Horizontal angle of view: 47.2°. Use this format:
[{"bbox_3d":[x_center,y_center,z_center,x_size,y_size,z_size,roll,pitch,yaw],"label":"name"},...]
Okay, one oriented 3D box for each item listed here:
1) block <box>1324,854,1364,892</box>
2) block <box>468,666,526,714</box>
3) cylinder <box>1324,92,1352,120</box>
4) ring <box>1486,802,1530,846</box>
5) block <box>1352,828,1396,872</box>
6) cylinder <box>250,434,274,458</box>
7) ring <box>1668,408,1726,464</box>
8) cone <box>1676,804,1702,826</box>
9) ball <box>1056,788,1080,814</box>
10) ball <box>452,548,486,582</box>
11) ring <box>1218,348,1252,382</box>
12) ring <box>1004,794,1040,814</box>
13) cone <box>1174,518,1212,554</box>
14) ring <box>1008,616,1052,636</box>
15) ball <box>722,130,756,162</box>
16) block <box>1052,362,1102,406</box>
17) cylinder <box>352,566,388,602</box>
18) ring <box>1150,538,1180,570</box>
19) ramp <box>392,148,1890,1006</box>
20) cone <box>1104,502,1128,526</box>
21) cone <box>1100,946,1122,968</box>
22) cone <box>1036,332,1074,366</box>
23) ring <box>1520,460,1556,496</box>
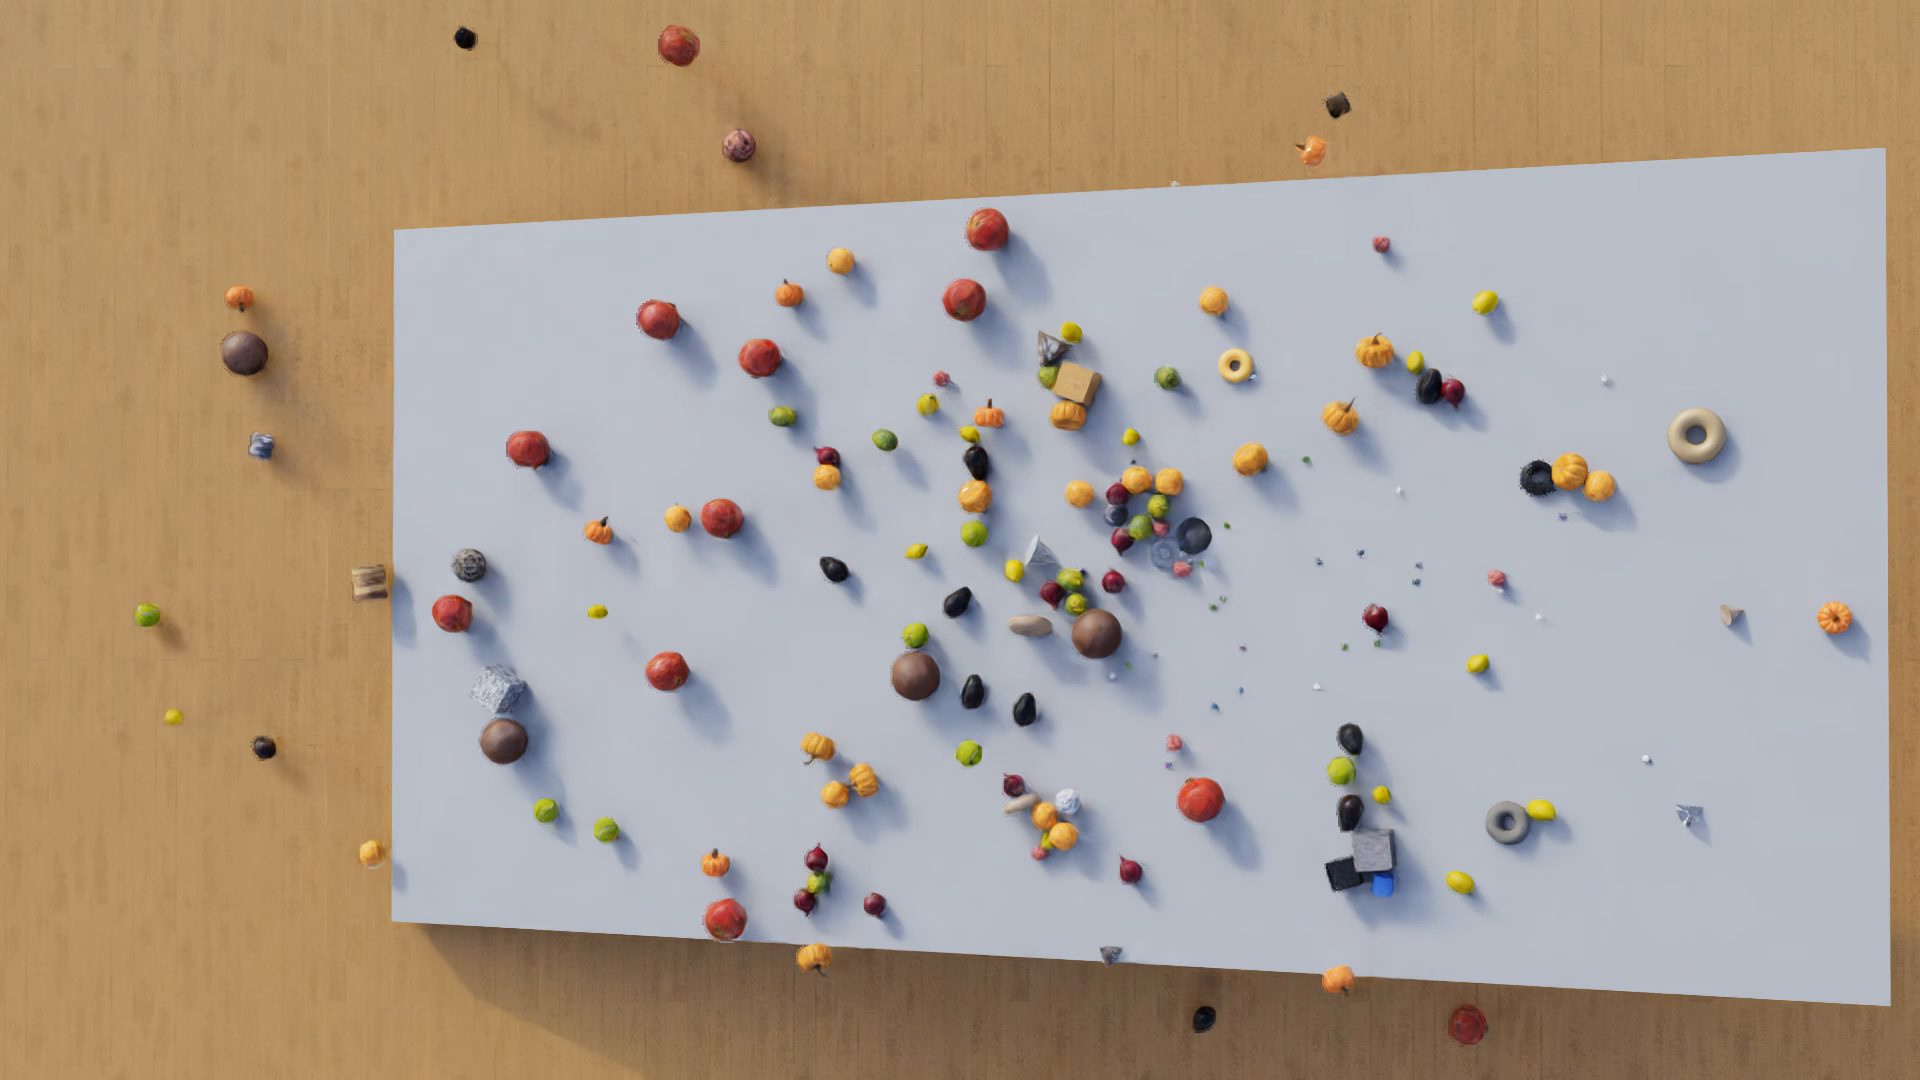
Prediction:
[{"bbox_3d":[0.956,0.827,5.469,0.071,0.071,0.071,-18,84,17],"label":"block"},{"bbox_3d":[-1.303,0.422,6.198,0.097,0.097,0.097,31,99,16],"label":"block"},{"bbox_3d":[0.995,-1.142,5.787,0.053,0.053,0.053,-26,89,10],"label":"cylinder"},{"bbox_3d":[1.337,0.691,5.366,0.107,0.036,0.107,0,89,19],"label":"ring"},{"bbox_3d":[1.025,0.766,5.437,0.091,0.091,0.091,-6,87,18],"label":"block"},{"bbox_3d":[-2.039,-0.274,6.424,0.061,0.061,0.061,14,96,0],"label":"cylinder"},{"bbox_3d":[1.755,-0.249,5.239,0.134,0.045,0.134,0,89,20],"label":"ring"},{"bbox_3d":[1.747,0.645,5.239,0.055,0.055,0.055,-23,89,-12],"label":"cone"},{"bbox_3d":[0.279,0.674,5.676,0.066,0.066,0.066,0,89,0],"label":"ball"},{"bbox_3d":[-1.390,0.072,6.232,0.095,0.095,0.095,0,89,0],"label":"ball"},{"bbox_3d":[0.701,-0.444,5.593,0.088,0.029,0.088,0,90,19],"label":"ring"},{"bbox_3d":[0.160,0.686,5.714,0.098,0.098,0.033,-21,84,0],"label":"ring"},{"bbox_3d":[0.582,-0.011,5.590,0.095,0.095,0.095,0,89,18],"label":"cone"},{"bbox_3d":[0.184,0.223,5.708,0.115,0.115,0.038,5,75,0],"label":"ring"},{"bbox_3d":[-0.645,-1.152,6.428,0.095,0.095,0.095,0,89,0],"label":"ball"},{"bbox_3d":[0.303,-0.405,5.691,0.087,0.087,0.087,21,96,17],"label":"block"},{"bbox_3d":[-1.699,0.125,6.331,0.094,0.094,0.094,-8,89,0],"label":"cylinder"},{"bbox_3d":[0.526,0.036,5.644,0.083,0.028,0.083,0,90,17],"label":"ring"},{"bbox_3d":[0.276,0.093,5.791,4.000,0.100,2.000,0,89,18],"label":"ramp"},{"bbox_3d":[0.394,-0.066,5.669,0.064,0.064,0.064,0,89,18],"label":"cone"},{"bbox_3d":[0.398,1.063,5.672,0.057,0.057,0.057,-24,89,-10],"label":"cone"},{"bbox_3d":[0.254,-0.502,5.733,0.091,0.091,0.091,-3,89,-9],"label":"cone"},{"bbox_3d":[1.408,-0.151,5.358,0.086,0.029,0.086,-1,88,14],"label":"ring"}]
